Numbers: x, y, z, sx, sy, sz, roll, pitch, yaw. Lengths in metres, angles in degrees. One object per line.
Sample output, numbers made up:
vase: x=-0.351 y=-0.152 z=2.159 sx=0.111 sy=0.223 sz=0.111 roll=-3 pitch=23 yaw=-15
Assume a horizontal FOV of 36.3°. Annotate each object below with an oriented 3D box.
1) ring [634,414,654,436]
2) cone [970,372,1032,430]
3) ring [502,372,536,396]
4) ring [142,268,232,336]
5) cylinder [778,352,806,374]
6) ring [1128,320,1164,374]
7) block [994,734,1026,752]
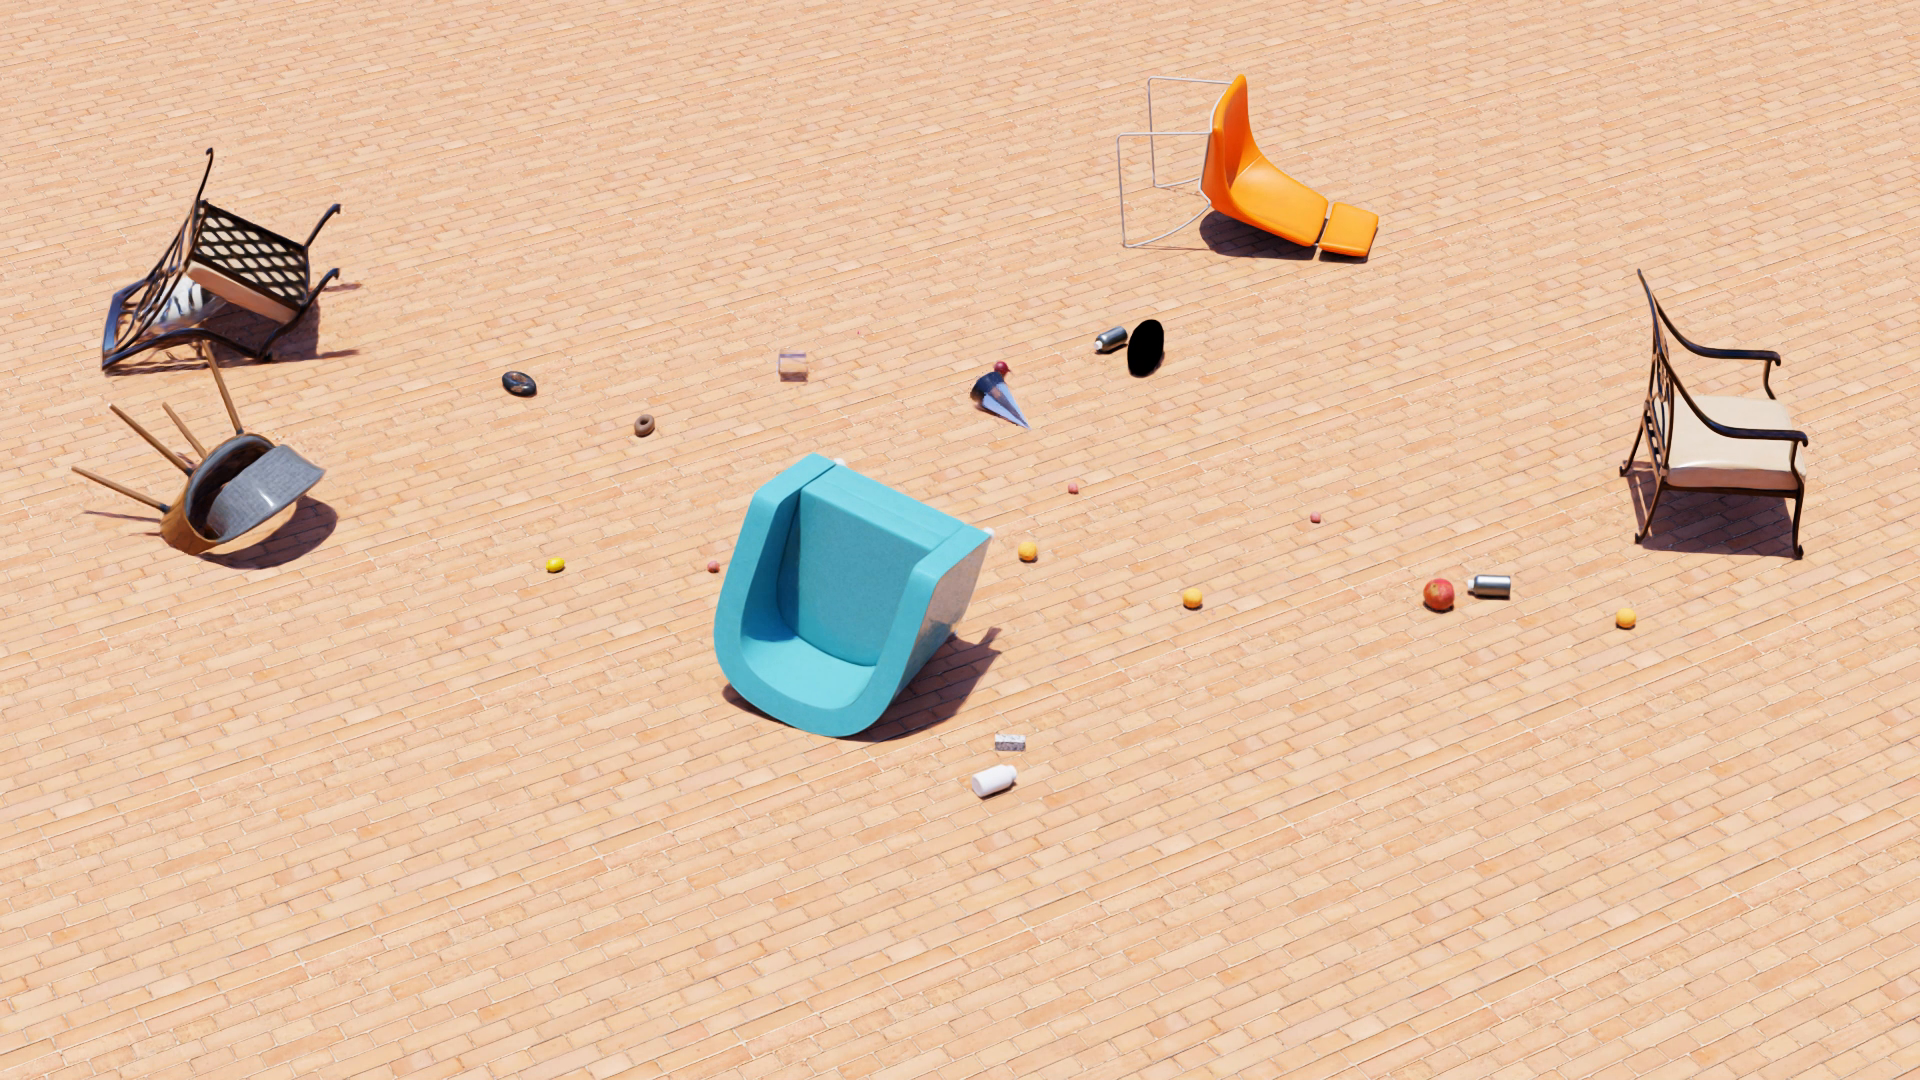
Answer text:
ring: x=-1.248 y=-0.455 z=11.597 sx=0.078 sy=0.043 sz=0.133 roll=8 pitch=33 yaw=9
cone: x=0.194 y=-0.523 z=11.673 sx=0.162 sy=0.148 sz=0.299 roll=-31 pitch=57 yaw=-23
ring: x=-1.784 y=-0.633 z=11.861 sx=0.110 sy=0.050 sz=0.184 roll=-29 pitch=44 yaw=-35
ring: x=-3.231 y=-0.996 z=12.269 sx=0.296 sy=0.144 sz=0.447 roll=1 pitch=32 yaw=42
cylinder: x=-0.681 y=-0.718 z=11.940 sx=0.110 sy=0.089 sz=0.134 roll=-1 pitch=4 yaw=-2
ring: x=0.762 y=-0.793 z=12.030 sx=0.139 sy=0.134 sz=0.310 roll=11 pitch=36 yaw=12
block: x=0.169 y=0.684 z=9.869 sx=0.101 sy=0.041 sz=0.037 roll=2 pitch=33 yaw=3
